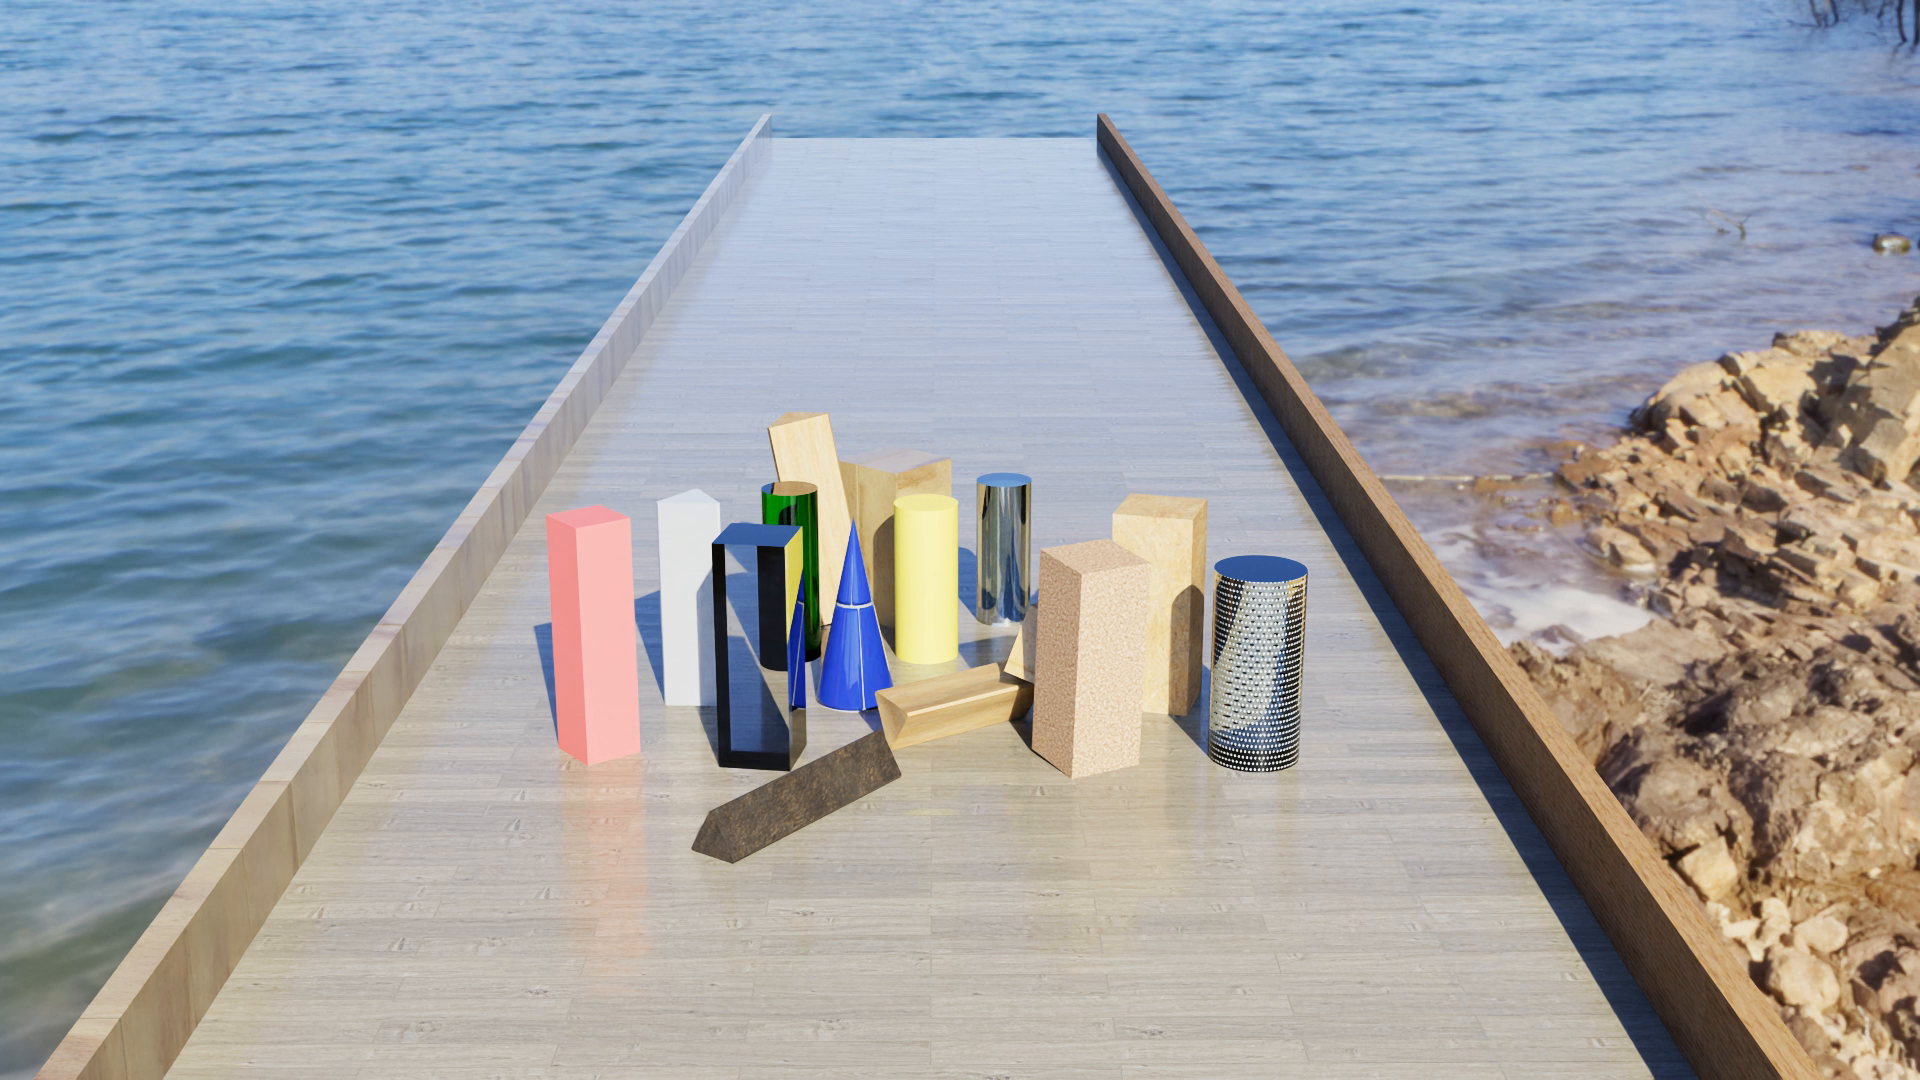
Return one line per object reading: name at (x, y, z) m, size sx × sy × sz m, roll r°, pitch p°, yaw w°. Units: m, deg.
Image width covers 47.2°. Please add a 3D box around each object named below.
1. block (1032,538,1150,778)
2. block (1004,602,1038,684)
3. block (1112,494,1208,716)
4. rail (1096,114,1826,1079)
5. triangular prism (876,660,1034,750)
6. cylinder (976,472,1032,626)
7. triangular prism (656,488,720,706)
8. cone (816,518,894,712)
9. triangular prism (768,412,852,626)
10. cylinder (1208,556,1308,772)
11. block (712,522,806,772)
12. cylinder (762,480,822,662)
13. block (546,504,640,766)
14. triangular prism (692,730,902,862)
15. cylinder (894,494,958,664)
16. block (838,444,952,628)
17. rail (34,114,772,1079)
block at (0.228, 0.207, 3.853) m, size 0.138 × 0.380 × 0.138 m, roll -9°, pitch 22°, yaw -27°
block at (0.204, 0.192, 4.147) m, size 0.129 × 0.129 × 0.388 m, roll 22°, pitch 8°, yaw 11°
block at (0.374, 0.120, 4.152) m, size 0.149 × 0.382 × 0.149 m, roll 5°, pitch 17°, yaw 16°
rail at (0.932, -0.844, 7.801) m, size 0.050 × 0.150 × 12.000 m, roll 0°, pitch 17°, yaw -1°
triangular prism at (-0.007, 0.284, 4.023) m, size 0.301 × 0.108 × 0.094 m, roll -11°, pitch 55°, yaw -33°
cylinder at (0.092, 0.020, 4.626) m, size 0.116 × 0.304 × 0.116 m, roll 0°, pitch 17°, yaw 0°
triangular prism at (-0.500, 0.108, 4.165) m, size 0.115 × 0.398 × 0.100 m, roll 1°, pitch 17°, yaw 3°
cone at (-0.199, 0.129, 4.159) m, size 0.154 × 0.361 × 0.154 m, roll 0°, pitch 17°, yaw 0°
triangular prism at (-0.307, -0.049, 4.614) m, size 0.130 × 0.436 × 0.112 m, roll -14°, pitch 16°, yaw -13°
cylinder at (0.525, 0.217, 3.883) m, size 0.162 × 0.349 × 0.162 m, roll 0°, pitch 17°, yaw 0°
block at (-0.351, 0.188, 3.871) m, size 0.129 × 0.412 × 0.129 m, roll 3°, pitch 17°, yaw 9°
cylinder at (-0.337, 0.065, 4.398) m, size 0.112 × 0.348 × 0.112 m, roll 0°, pitch 17°, yaw 0°
block at (-0.649, 0.168, 3.895) m, size 0.107 × 0.437 × 0.107 m, roll -13°, pitch 21°, yaw -37°
triangular prism at (-0.267, 0.418, 3.678) m, size 0.090 × 0.078 × 0.439 m, roll 11°, pitch 20°, yaw 34°
cylinder at (-0.068, 0.078, 4.409) m, size 0.128 × 0.317 × 0.128 m, roll 0°, pitch 17°, yaw 0°
block at (-0.137, -0.009, 4.662) m, size 0.169 × 0.337 × 0.169 m, roll 14°, pitch 22°, yaw 40°
rail at (-1.118, -0.838, 7.780) m, size 0.050 × 0.150 × 12.000 m, roll 0°, pitch 17°, yaw -1°
